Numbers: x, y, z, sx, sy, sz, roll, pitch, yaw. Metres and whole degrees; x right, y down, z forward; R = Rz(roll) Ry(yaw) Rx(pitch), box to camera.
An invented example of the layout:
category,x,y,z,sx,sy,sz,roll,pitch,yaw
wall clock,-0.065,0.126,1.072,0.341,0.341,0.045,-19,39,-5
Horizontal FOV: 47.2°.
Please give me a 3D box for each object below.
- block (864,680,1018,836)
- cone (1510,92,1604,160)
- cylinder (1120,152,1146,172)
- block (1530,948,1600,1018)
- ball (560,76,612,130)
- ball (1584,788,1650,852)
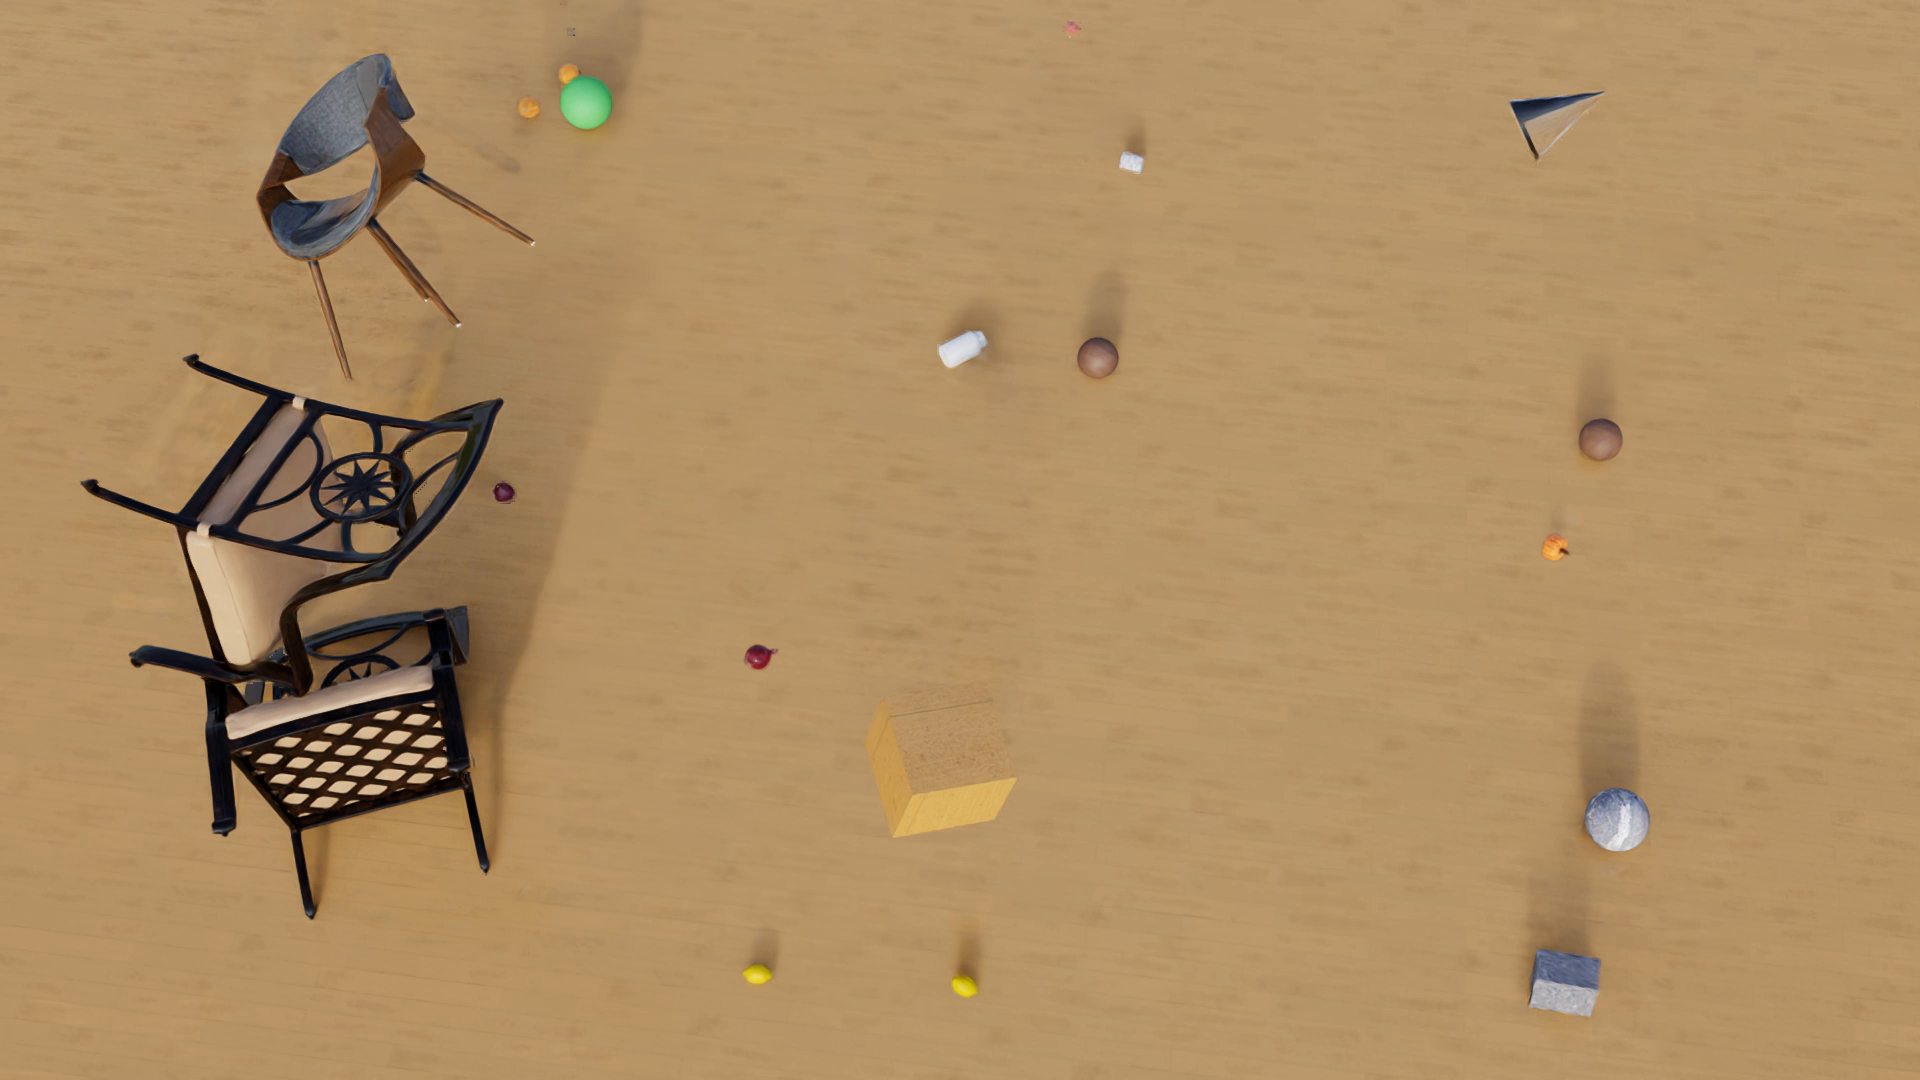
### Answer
category,x,y,z,sx,sy,sz,roll,pitch,yaw
block,-0.052,0.547,5.495,0.271,0.238,0.273,-7,60,-20
cone,1.759,-1.249,6.408,0.254,0.243,0.123,-24,47,16
cylinder,0.579,-1.270,7.387,0.071,0.066,0.052,18,80,12
block,1.569,1.149,5.706,0.158,0.131,0.094,7,47,12
ball,-1.268,-1.485,7.463,0.178,0.178,0.178,0,56,0
ball,1.782,0.758,5.962,0.172,0.172,0.172,0,56,0
